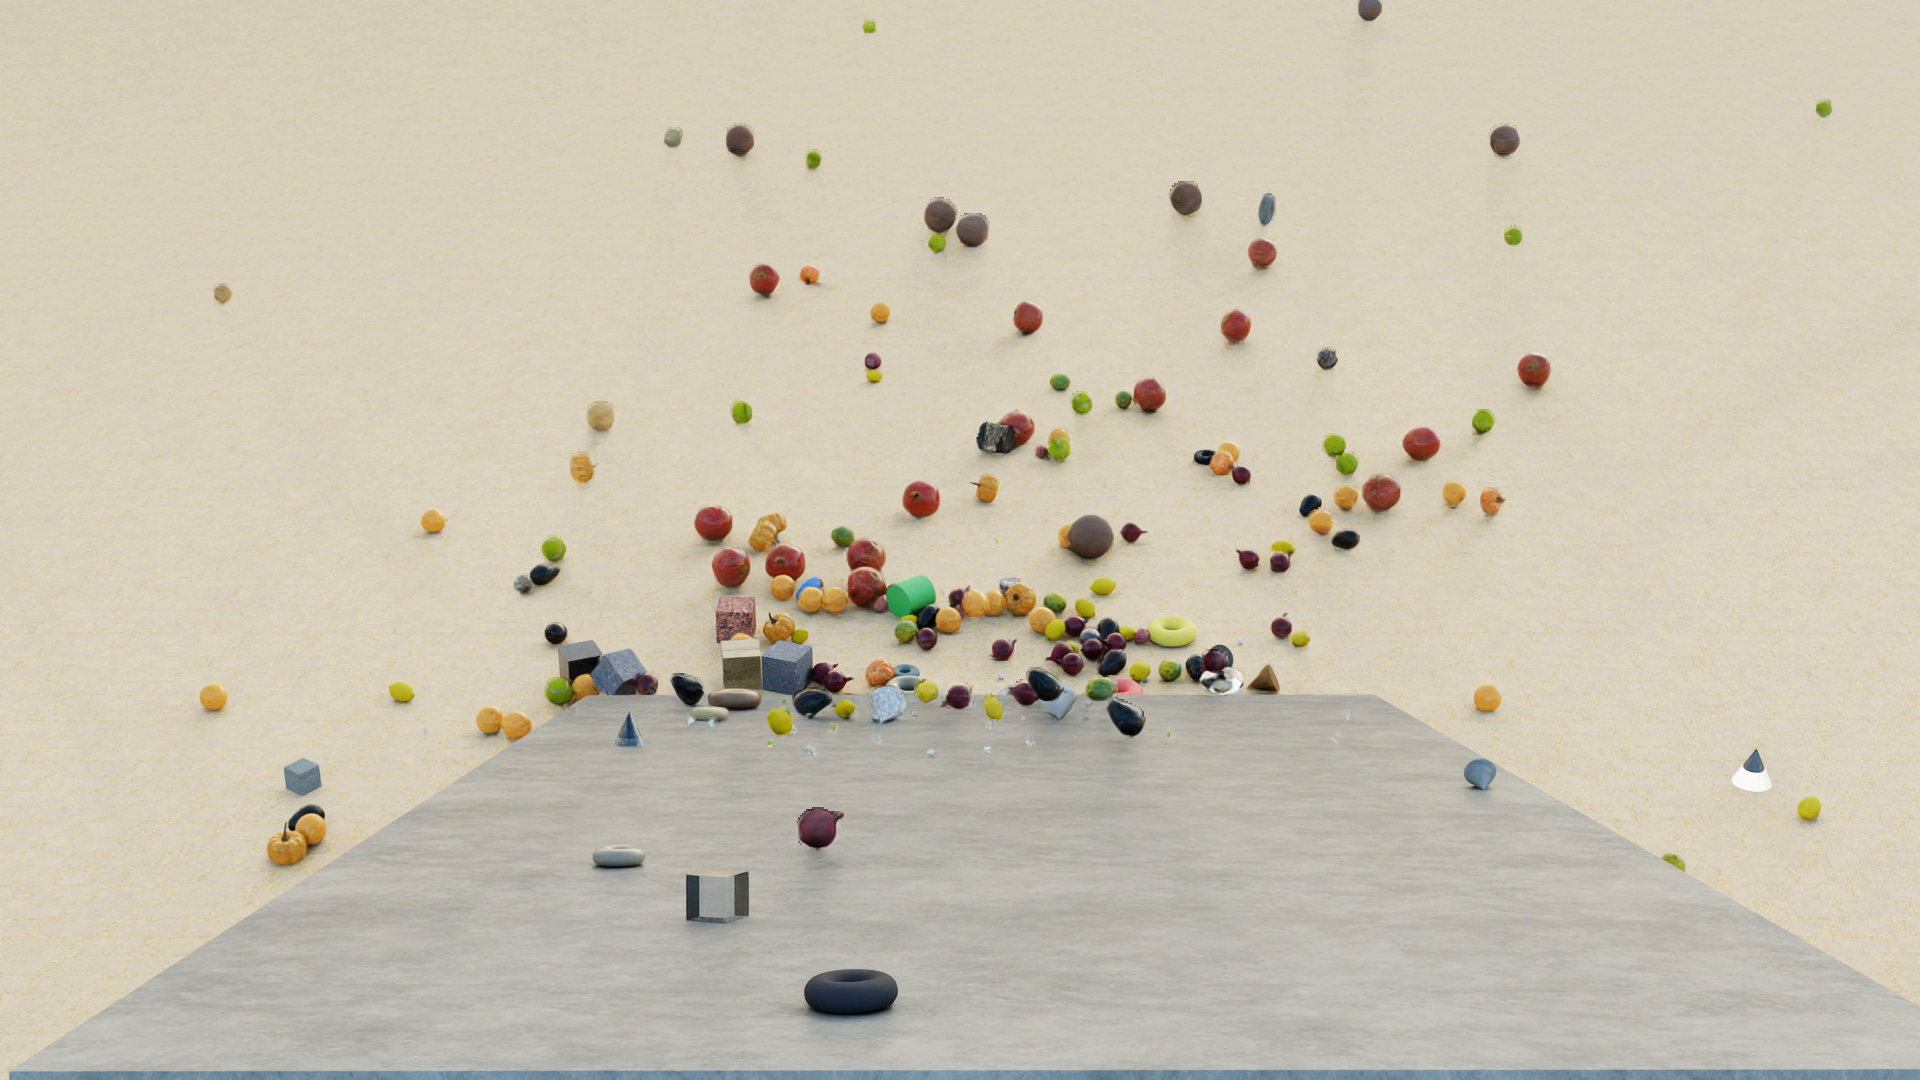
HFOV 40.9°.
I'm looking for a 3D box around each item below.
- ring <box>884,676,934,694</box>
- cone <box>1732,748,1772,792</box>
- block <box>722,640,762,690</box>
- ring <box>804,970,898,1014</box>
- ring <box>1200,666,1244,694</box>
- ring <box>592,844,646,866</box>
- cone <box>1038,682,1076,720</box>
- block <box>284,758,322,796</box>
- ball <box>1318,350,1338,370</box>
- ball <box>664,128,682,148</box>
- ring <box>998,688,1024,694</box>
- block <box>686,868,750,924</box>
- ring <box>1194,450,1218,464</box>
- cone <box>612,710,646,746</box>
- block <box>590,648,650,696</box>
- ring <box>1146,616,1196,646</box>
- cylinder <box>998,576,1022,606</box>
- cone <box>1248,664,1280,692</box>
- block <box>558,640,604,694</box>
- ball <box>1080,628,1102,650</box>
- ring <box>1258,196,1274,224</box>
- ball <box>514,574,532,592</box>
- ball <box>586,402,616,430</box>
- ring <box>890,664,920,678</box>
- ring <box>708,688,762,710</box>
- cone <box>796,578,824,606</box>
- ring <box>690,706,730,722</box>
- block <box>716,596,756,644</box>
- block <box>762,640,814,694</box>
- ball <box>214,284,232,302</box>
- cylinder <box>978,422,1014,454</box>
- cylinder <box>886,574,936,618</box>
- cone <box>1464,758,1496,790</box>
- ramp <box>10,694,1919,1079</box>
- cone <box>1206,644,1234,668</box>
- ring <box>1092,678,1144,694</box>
[{"bbox_3d":[-0.135,0.395,6.715,0.132,0.044,0.132,1,24,-1],"label":"ring"},{"bbox_3d":[1.946,0.551,6.313,0.095,0.095,0.095,0,25,0],"label":"cone"},{"bbox_3d":[-0.576,0.330,6.790,0.099,0.099,0.099,-3,25,-7],"label":"block"},{"bbox_3d":[-0.120,0.498,2.844,0.104,0.035,0.104,-1,2,0],"label":"ring"},{"bbox_3d":[0.691,0.369,6.778,0.114,0.038,0.114,1,25,-1],"label":"ring"},{"bbox_3d":[-0.508,0.470,3.835,0.079,0.026,0.079,0,0,0],"label":"ring"},{"bbox_3d":[0.227,0.392,5.973,0.089,0.089,0.089,-1,29,-3],"label":"cone"},{"bbox_3d":[-1.606,0.578,6.294,0.060,0.060,0.060,18,30,34],"label":"block"},{"bbox_3d":[1.269,-0.623,8.907,0.070,0.070,0.070,0,25,0],"label":"ball"},{"bbox_3d":[-1.272,-1.783,11.423,0.085,0.085,0.085,0,25,0],"label":"ball"},{"bbox_3d":[0.134,0.408,6.709,0.076,0.025,0.076,1,25,-1],"label":"ring"},{"bbox_3d":[-0.319,0.467,3.387,0.061,0.061,0.061,1,2,24],"label":"block"},{"bbox_3d":[0.781,-0.263,8.174,0.080,0.027,0.080,0,26,0],"label":"ring"},{"bbox_3d":[-0.696,0.395,5.423,0.072,0.072,0.072,0,2,0],"label":"cone"},{"bbox_3d":[-0.884,0.352,6.693,0.091,0.091,0.091,-12,58,-49],"label":"block"},{"bbox_3d":[0.578,0.248,7.034,0.137,0.046,0.137,-1,25,0],"label":"ring"},{"bbox_3d":[0.141,0.144,7.240,0.062,0.062,0.062,0,25,0],"label":"cylinder"},{"bbox_3d":[0.788,0.376,6.765,0.079,0.079,0.079,-23,20,15],"label":"cone"},{"bbox_3d":[-0.996,0.334,6.785,0.096,0.096,0.096,-11,27,-22],"label":"block"},{"bbox_3d":[0.353,0.267,6.975,0.060,0.060,0.060,0,25,0],"label":"ball"},{"bbox_3d":[1.237,-1.332,10.400,0.040,0.120,0.120,10,26,21],"label":"ring"},{"bbox_3d":[-1.236,0.124,7.298,0.050,0.050,0.050,0,25,0],"label":"ball"},{"bbox_3d":[-1.170,-0.402,8.398,0.091,0.091,0.091,0,25,0],"label":"ball"},{"bbox_3d":[-0.146,0.354,6.826,0.079,0.026,0.079,-1,24,1],"label":"ring"},{"bbox_3d":[-0.544,0.383,6.220,0.131,0.044,0.131,1,1,0],"label":"ring"},{"bbox_3d":[-0.404,0.160,7.238,0.078,0.078,0.078,48,43,13],"label":"cone"},{"bbox_3d":[-0.575,0.400,5.931,0.089,0.030,0.089,1,1,0],"label":"ring"},{"bbox_3d":[-0.612,0.218,7.038,0.096,0.096,0.096,1,25,3],"label":"block"},{"bbox_3d":[-0.454,0.337,6.774,0.100,0.100,0.100,10,26,20],"label":"block"},{"bbox_3d":[-2.730,-0.911,9.542,0.066,0.066,0.066,0,25,0],"label":"ball"},{"bbox_3d":[0.114,-0.326,8.235,0.090,0.090,0.090,12,27,24],"label":"cylinder"},{"bbox_3d":[-0.135,0.157,7.170,0.098,0.098,0.098,-22,33,-39],"label":"cylinder"},{"bbox_3d":[0.953,0.440,4.704,0.059,0.059,0.059,1,29,3],"label":"cone"},{"bbox_3d":[0.056,0.509,4.552,2.000,0.100,4.000,0,2,0],"label":"ramp"},{"bbox_3d":[0.675,0.321,6.884,0.081,0.081,0.081,-12,0,-24],"label":"cone"},{"bbox_3d":[0.410,0.400,6.704,0.135,0.045,0.135,1,23,0],"label":"ring"}]
